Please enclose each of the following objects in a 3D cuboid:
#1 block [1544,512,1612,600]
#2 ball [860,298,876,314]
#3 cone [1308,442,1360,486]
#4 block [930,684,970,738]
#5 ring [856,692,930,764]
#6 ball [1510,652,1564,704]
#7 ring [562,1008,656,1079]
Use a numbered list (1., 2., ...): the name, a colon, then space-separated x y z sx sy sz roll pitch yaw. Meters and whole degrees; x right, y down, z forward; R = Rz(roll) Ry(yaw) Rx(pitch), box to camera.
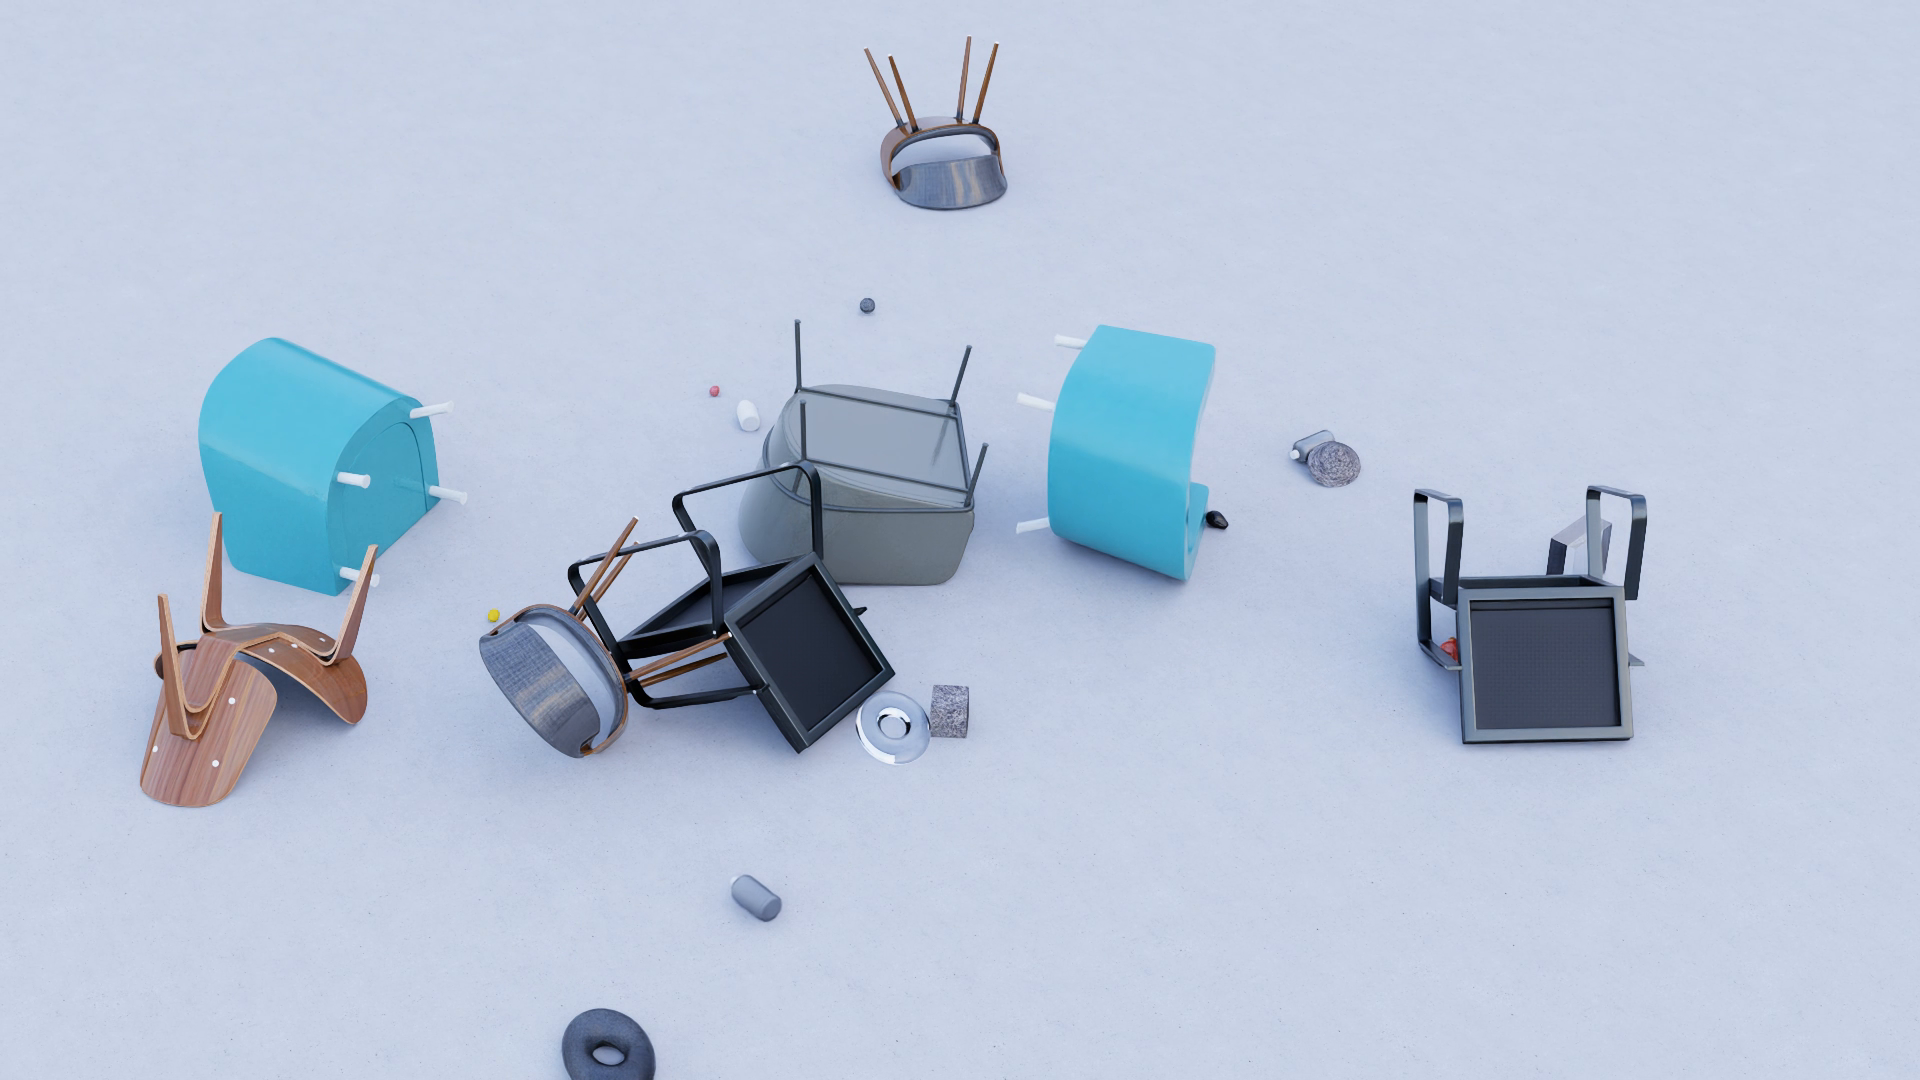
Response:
1. block: 2.246 0.060 10.650 0.105 0.224 0.236 28 43 36
2. ball: -0.390 -0.990 12.385 0.067 0.067 0.067 0 33 0
3. cone: 1.454 -0.326 11.283 0.204 0.105 0.244 28 51 11
4. block: -0.034 0.582 9.951 0.122 0.121 0.135 2 33 3
5. ring: -0.226 0.634 9.917 0.258 0.053 0.363 4 38 -8
6. ball: 1.980 0.474 10.061 0.182 0.182 0.182 0 33 0
7. ring: -1.027 1.506 8.567 0.262 0.104 0.375 -13 36 -21
